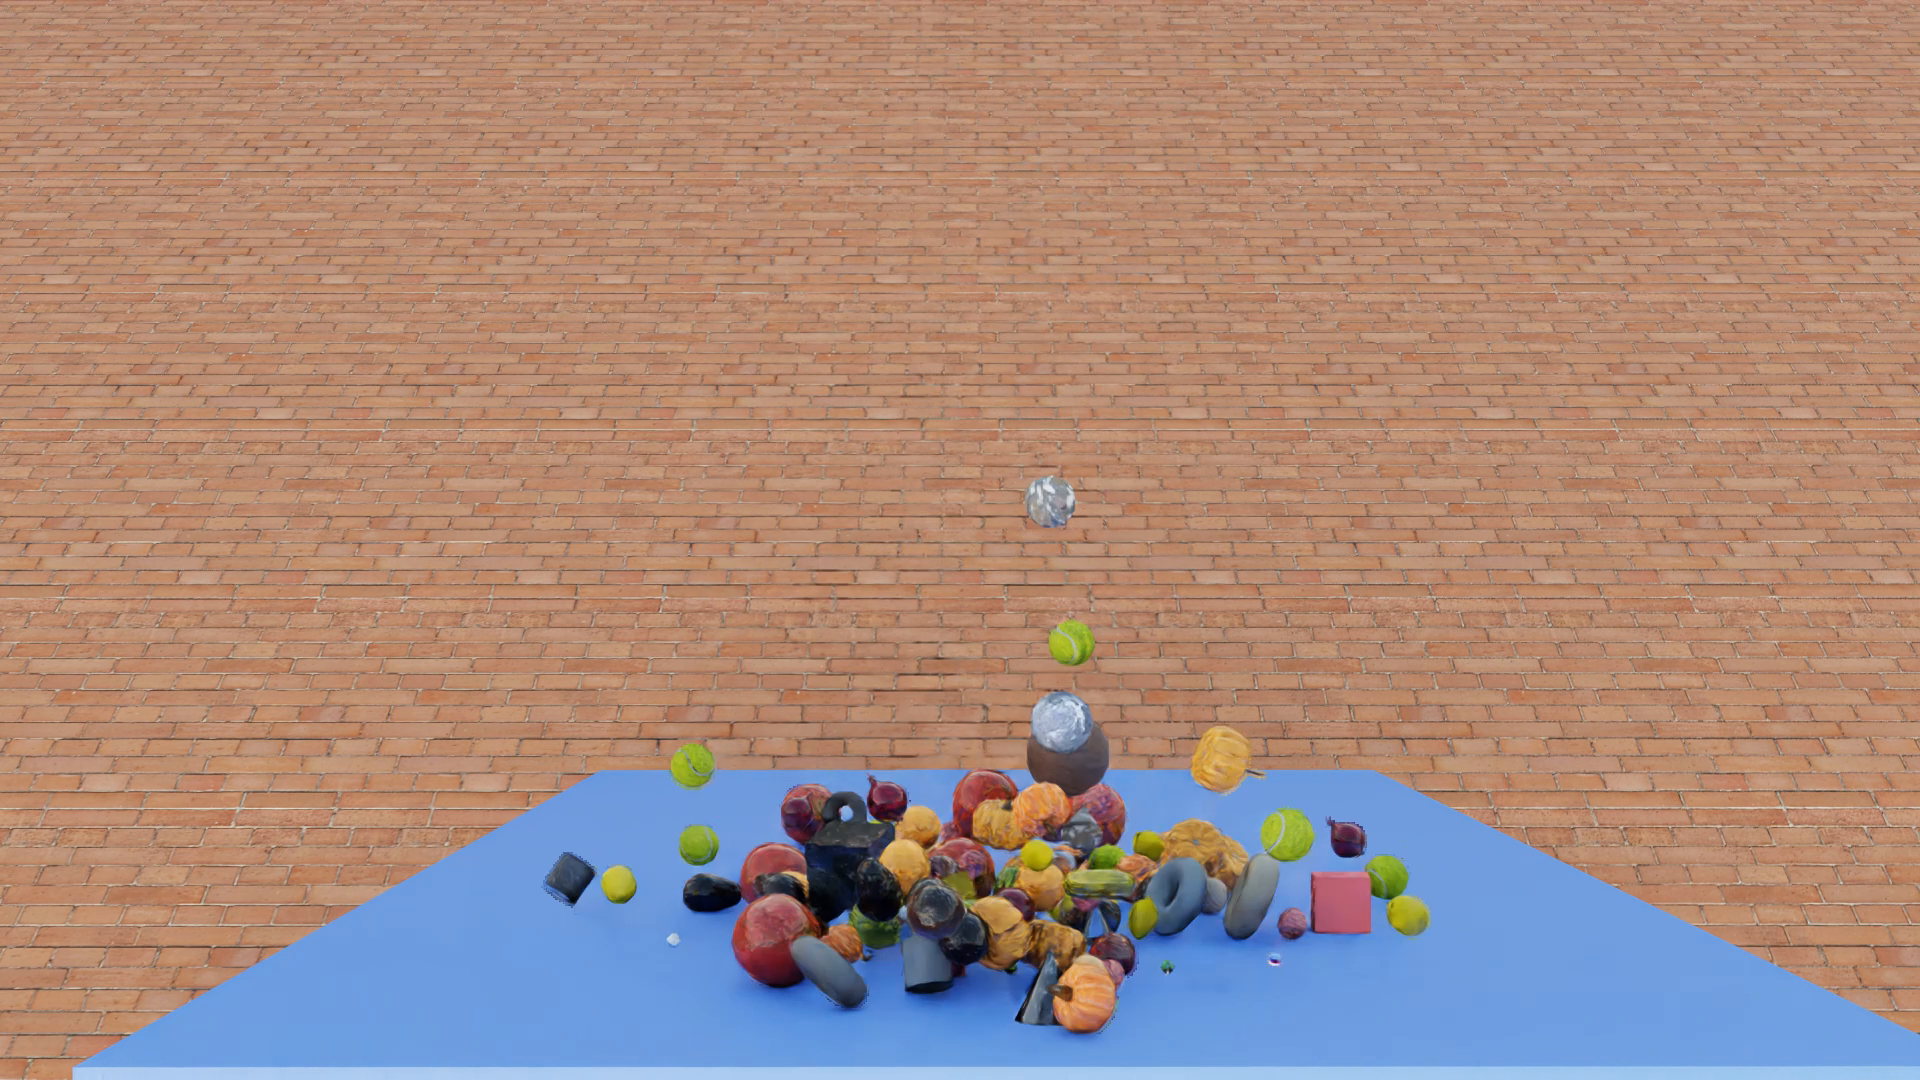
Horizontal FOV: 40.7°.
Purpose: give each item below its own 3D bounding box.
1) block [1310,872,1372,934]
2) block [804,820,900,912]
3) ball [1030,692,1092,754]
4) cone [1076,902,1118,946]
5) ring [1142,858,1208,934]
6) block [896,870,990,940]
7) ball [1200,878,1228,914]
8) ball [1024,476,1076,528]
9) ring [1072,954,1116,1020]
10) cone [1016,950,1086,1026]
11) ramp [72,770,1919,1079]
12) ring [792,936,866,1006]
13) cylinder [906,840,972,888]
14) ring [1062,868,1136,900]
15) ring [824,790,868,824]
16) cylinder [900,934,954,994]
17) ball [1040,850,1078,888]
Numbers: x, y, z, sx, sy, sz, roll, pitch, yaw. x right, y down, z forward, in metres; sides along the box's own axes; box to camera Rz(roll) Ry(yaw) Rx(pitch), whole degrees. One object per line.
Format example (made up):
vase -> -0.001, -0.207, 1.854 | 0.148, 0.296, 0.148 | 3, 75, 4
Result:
block -> 0.549, 0.523, 3.737 | 0.080, 0.080, 0.080 | 0, -1, 3
block -> -0.149, 0.450, 3.579 | 0.093, 0.093, 0.093 | 1, 15, 22
ball -> 0.144, 0.260, 3.685 | 0.089, 0.089, 0.089 | 0, 32, 0
cone -> 0.183, 0.514, 3.487 | 0.057, 0.057, 0.057 | -1, -5, 0
ring -> 0.307, 0.507, 3.693 | 0.039, 0.118, 0.118 | 31, 22, -25
block -> -0.023, 0.505, 3.527 | 0.076, 0.076, 0.076 | -29, -11, 25
ball -> 0.377, 0.536, 3.907 | 0.056, 0.056, 0.056 | 0, 32, 0
ball -> 0.161, -0.068, 4.625 | 0.092, 0.092, 0.092 | 0, 32, 0
ring -> 0.153, 0.516, 2.986 | 0.026, 0.078, 0.078 | -14, 35, -23
cone -> 0.104, 0.513, 2.996 | 0.082, 0.082, 0.082 | 0, -1, 0
ramp -> 0.071, 0.624, 4.711 | 2.000, 0.100, 4.000 | 0, -1, 0
ring -> -0.156, 0.511, 3.072 | 0.036, 0.107, 0.107 | -48, 46, -7
cylinder -> -0.033, 0.529, 4.209 | 0.078, 0.078, 0.078 | 0, 28, 28
ring -> 0.175, 0.433, 3.257 | 0.093, 0.093, 0.031 | 1, 75, 1
ring -> -0.190, 0.453, 4.297 | 0.075, 0.075, 0.025 | 5, -1, 8
cylinder -> -0.040, 0.518, 3.165 | 0.059, 0.059, 0.059 | -4, 68, -7
ball -> 0.158, 0.522, 4.113 | 0.060, 0.060, 0.060 | 0, 32, 0
